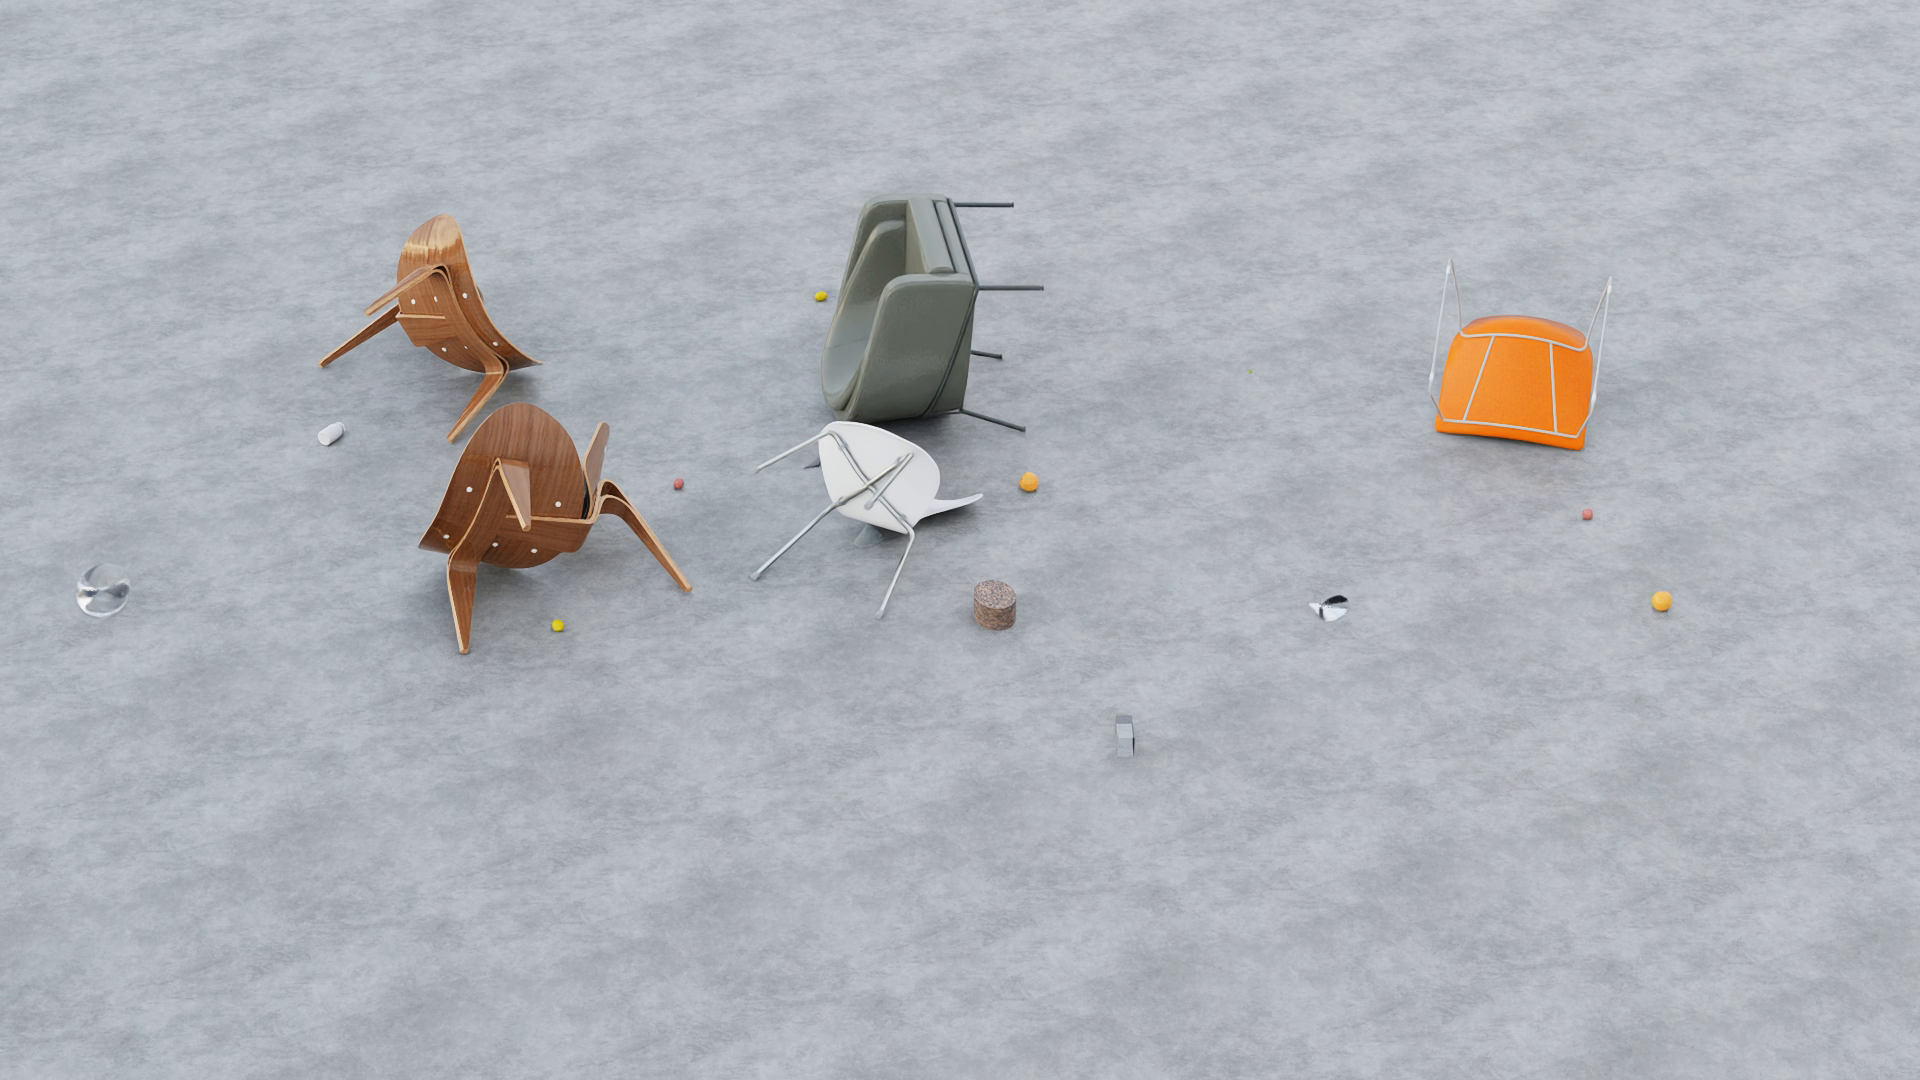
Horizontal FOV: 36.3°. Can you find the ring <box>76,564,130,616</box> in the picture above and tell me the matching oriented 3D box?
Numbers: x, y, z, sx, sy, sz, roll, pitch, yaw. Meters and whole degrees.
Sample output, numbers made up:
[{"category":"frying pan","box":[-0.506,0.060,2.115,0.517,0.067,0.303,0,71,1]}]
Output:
[{"category":"ring","box":[-3.093,0.180,10.579,0.186,0.097,0.281,1,30,-9]}]

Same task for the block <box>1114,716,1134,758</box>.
[{"category":"block","box":[0.555,0.661,9.869,0.055,0.081,0.125,-1,33,-1]}]

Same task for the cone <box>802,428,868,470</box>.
[{"category":"cone","box":[-0.499,-0.328,11.396,0.264,0.104,0.124,-26,53,-16]}]

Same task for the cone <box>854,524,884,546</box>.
[{"category":"cone","box":[-0.341,-0.033,10.927,0.129,0.075,0.068,-17,37,-23]}]

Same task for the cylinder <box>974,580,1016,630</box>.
[{"category":"cylinder","box":[0.124,0.233,10.504,0.148,0.094,0.186,-11,35,-17]}]
